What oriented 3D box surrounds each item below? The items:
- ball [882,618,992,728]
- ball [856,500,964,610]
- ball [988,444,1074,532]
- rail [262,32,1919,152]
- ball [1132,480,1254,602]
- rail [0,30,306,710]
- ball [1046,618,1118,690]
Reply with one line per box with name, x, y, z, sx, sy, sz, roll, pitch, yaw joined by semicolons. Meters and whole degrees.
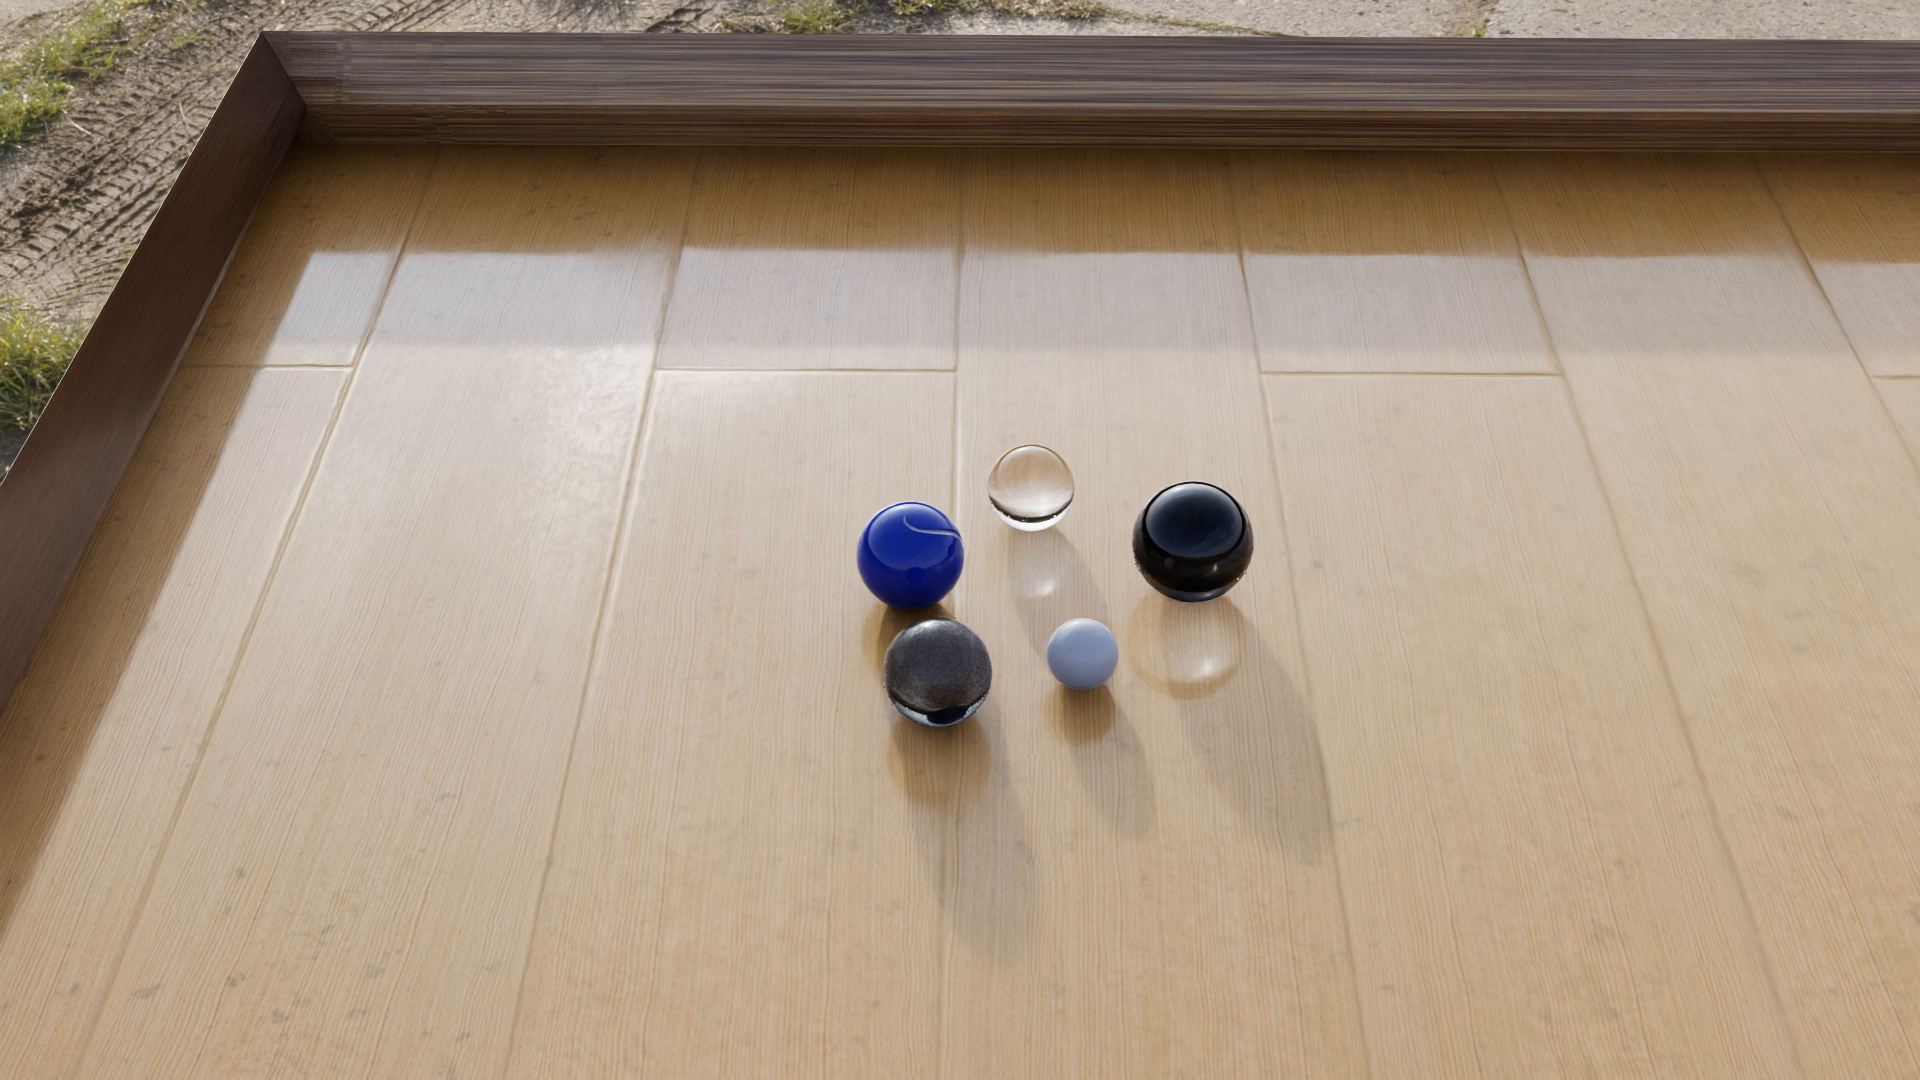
ball;-0.015;0.089;1.729;0.074;0.074;0.074;0;35;0
ball;-0.036;0.011;1.837;0.078;0.078;0.078;0;35;0
ball;0.053;-0.039;1.919;0.066;0.066;0.066;0;35;0
rail;0.674;-0.406;2.398;2.658;0.114;0.045;0;35;1
ball;0.167;0.001;1.843;0.088;0.088;0.088;0;35;0
rail;-0.641;-0.023;1.853;0.045;0.114;1.415;0;35;1
ball;0.084;0.079;1.765;0.050;0.050;0.050;0;35;0
